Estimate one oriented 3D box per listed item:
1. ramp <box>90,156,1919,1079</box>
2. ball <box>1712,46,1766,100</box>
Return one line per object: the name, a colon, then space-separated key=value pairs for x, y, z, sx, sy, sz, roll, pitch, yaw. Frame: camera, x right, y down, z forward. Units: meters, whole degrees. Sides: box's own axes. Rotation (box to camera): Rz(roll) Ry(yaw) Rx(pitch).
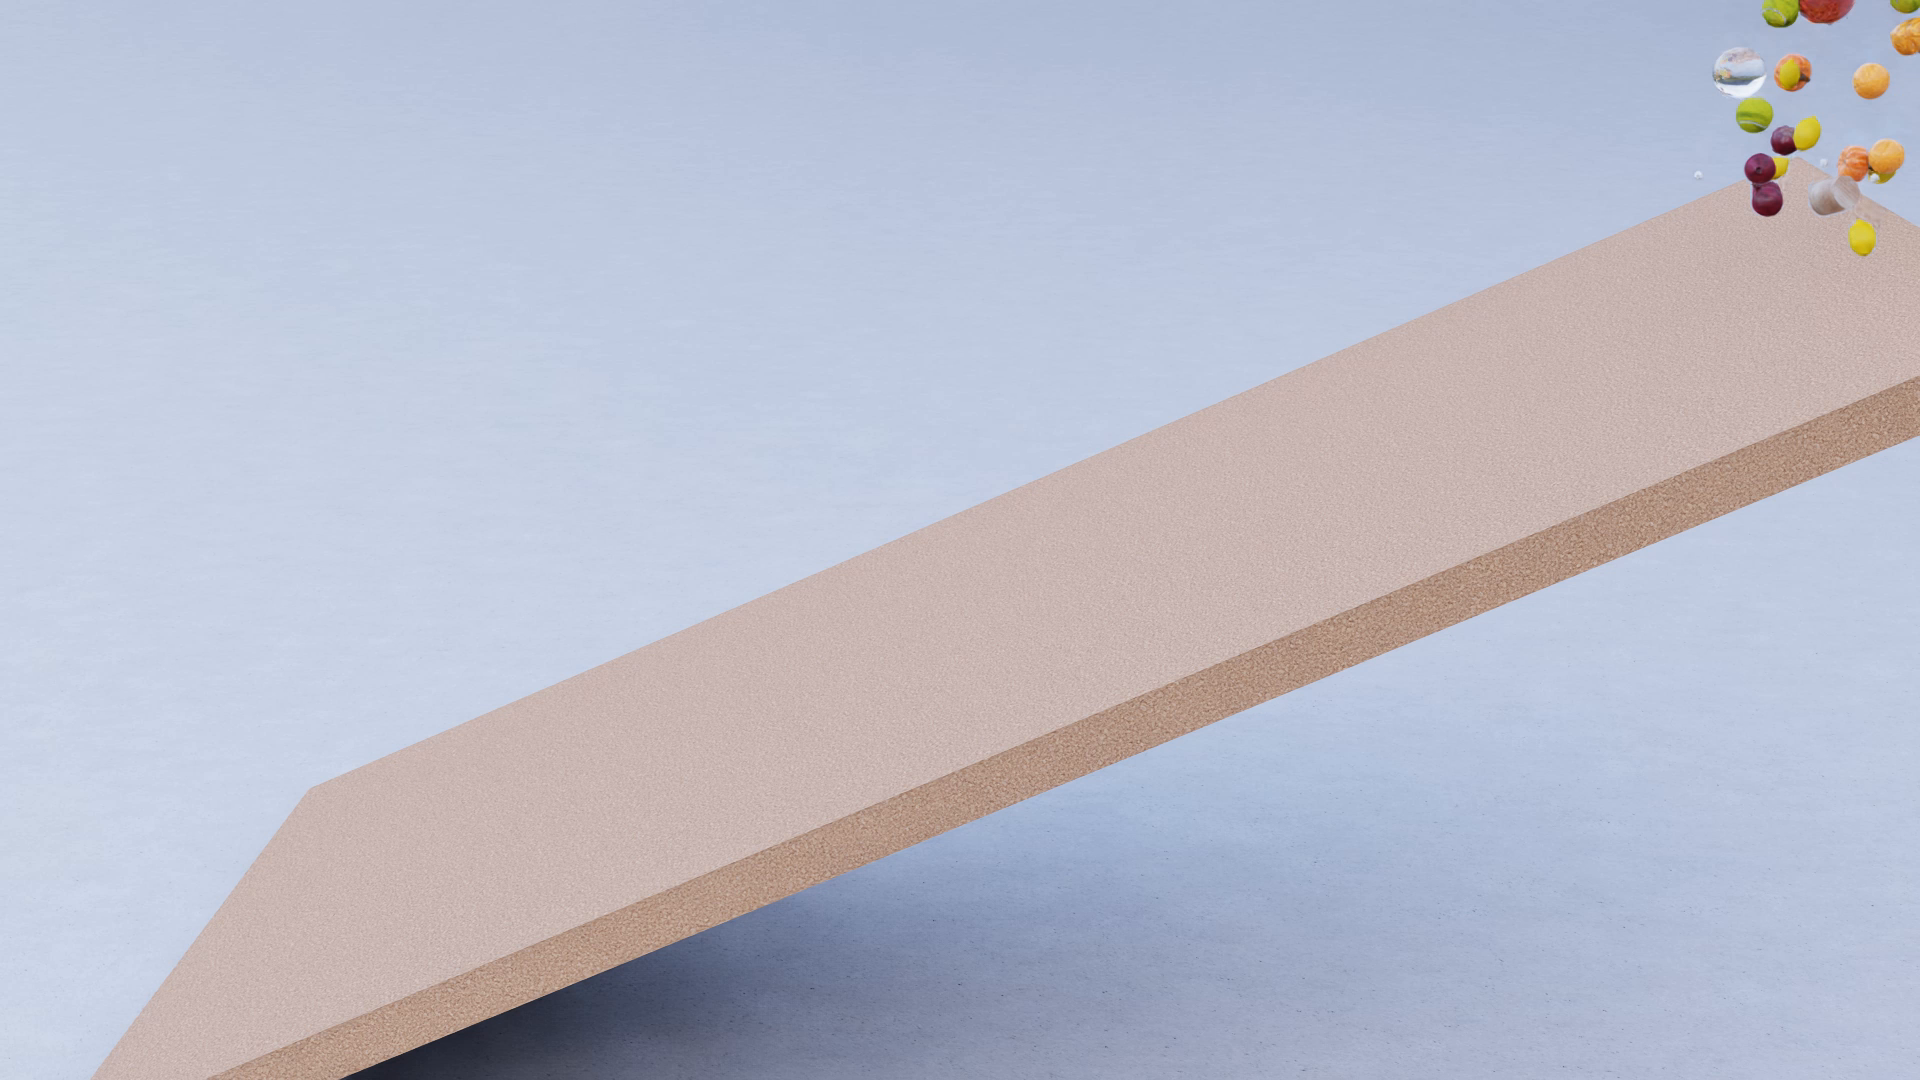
ramp: x=0.132 y=0.170 z=6.284 sx=4.000 sy=0.100 sz=2.000 roll=-23 pitch=13 yaw=8
ball: x=1.488 y=-0.892 z=5.615 sx=0.100 sy=0.100 sz=0.100 roll=0 pitch=15 yaw=0
